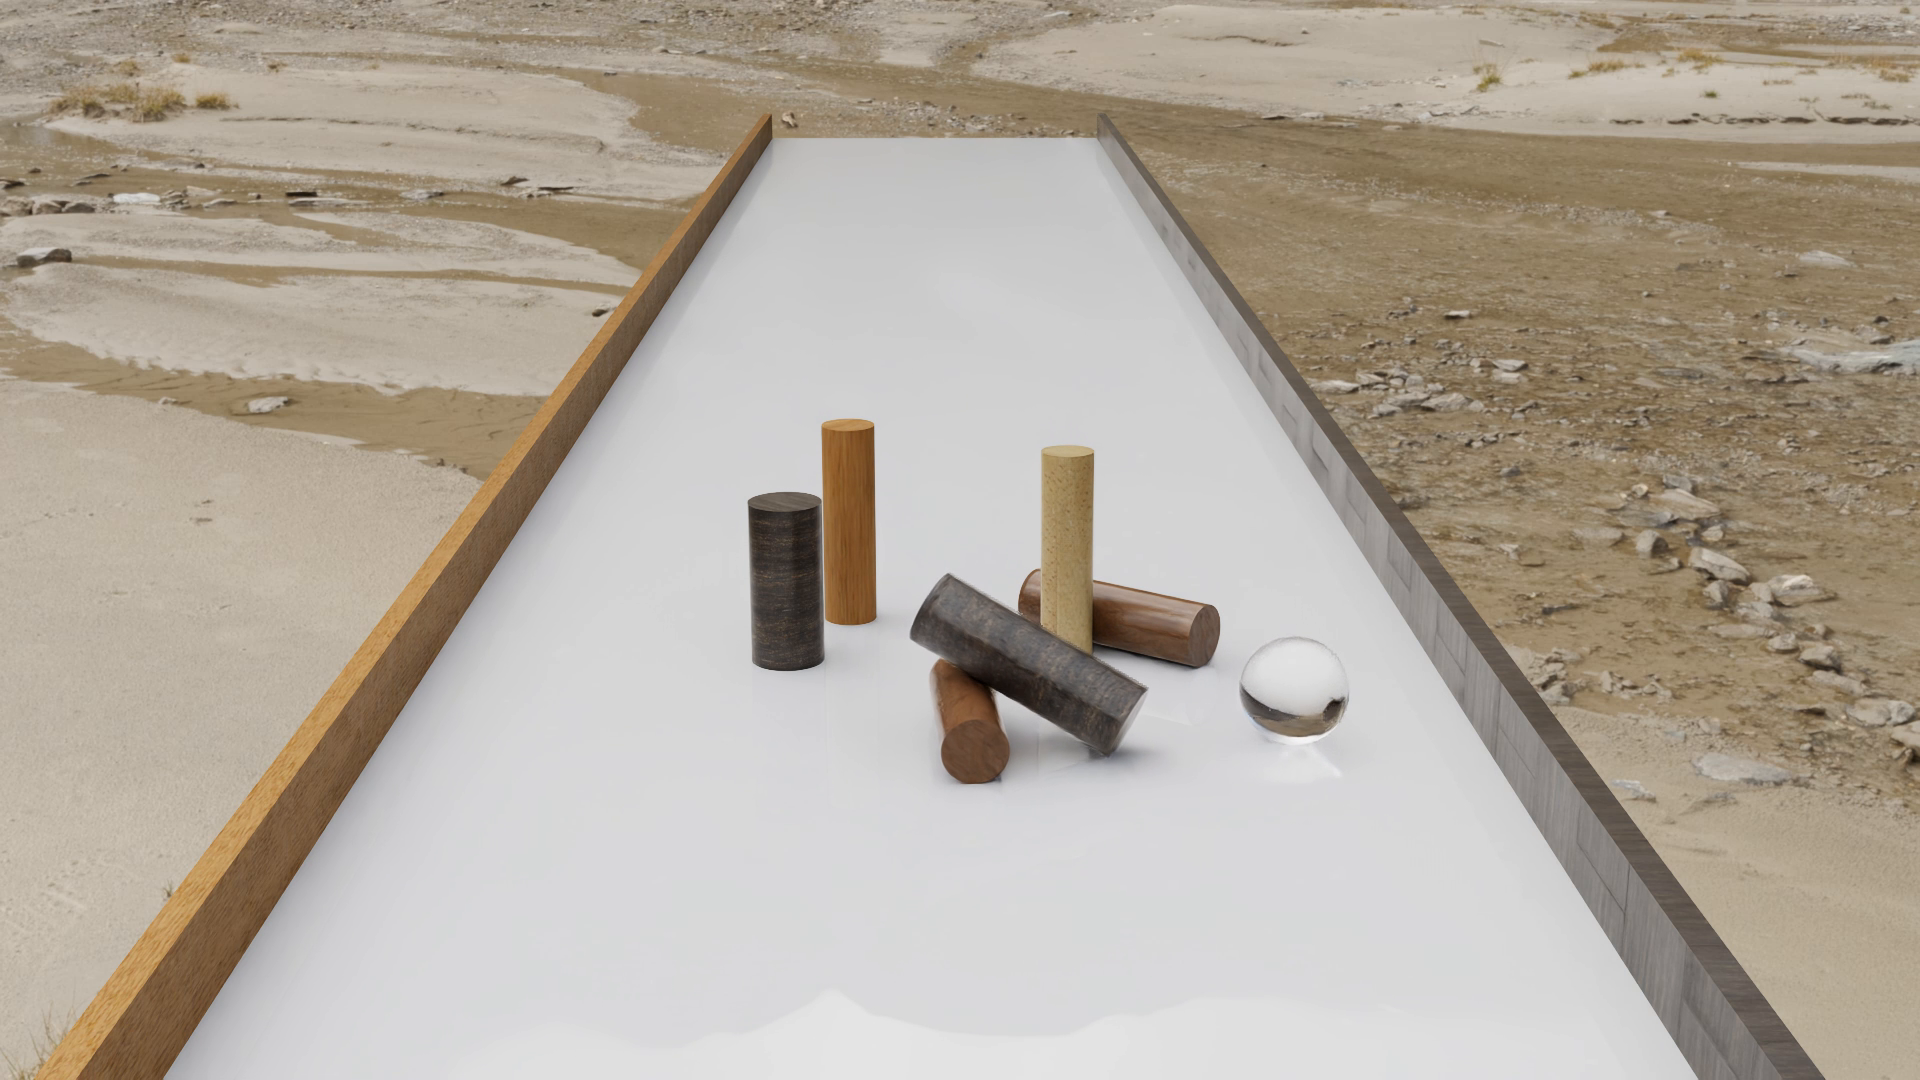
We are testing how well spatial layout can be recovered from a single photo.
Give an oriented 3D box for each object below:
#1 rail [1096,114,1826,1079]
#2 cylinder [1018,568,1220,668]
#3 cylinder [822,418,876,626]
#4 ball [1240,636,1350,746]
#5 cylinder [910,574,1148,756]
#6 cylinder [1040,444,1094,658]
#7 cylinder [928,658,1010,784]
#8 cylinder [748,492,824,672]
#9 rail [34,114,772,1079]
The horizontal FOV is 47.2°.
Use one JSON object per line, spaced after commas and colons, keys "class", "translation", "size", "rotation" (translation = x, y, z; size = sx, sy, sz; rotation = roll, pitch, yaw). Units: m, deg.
{"class": "rail", "translation": [0.932, -0.844, 7.801], "size": [0.050, 0.150, 12.000], "rotation": [0, 17, -1]}
{"class": "cylinder", "translation": [0.321, 0.156, 4.481], "size": [0.408, 0.127, 0.127], "rotation": [12, 20, 35]}
{"class": "cylinder", "translation": [-0.232, -0.037, 4.616], "size": [0.110, 0.420, 0.110], "rotation": [0, 17, 0]}
{"class": "ball", "translation": [0.603, 0.272, 3.966], "size": [0.197, 0.197, 0.197], "rotation": [0, 17, 0]}
{"class": "cylinder", "translation": [0.122, 0.224, 3.951], "size": [0.418, 0.138, 0.138], "rotation": [30, 24, 12]}
{"class": "cylinder", "translation": [0.213, 0.030, 4.379], "size": [0.105, 0.424, 0.105], "rotation": [0, 15, 0]}
{"class": "cylinder", "translation": [0.014, 0.315, 3.958], "size": [0.120, 0.120, 0.352], "rotation": [-1, 17, -4]}
{"class": "cylinder", "translation": [-0.345, 0.082, 4.377], "size": [0.147, 0.328, 0.147], "rotation": [0, 17, 0]}
{"class": "rail", "translation": [-1.118, -0.838, 7.780], "size": [0.050, 0.150, 12.000], "rotation": [0, 17, -1]}
